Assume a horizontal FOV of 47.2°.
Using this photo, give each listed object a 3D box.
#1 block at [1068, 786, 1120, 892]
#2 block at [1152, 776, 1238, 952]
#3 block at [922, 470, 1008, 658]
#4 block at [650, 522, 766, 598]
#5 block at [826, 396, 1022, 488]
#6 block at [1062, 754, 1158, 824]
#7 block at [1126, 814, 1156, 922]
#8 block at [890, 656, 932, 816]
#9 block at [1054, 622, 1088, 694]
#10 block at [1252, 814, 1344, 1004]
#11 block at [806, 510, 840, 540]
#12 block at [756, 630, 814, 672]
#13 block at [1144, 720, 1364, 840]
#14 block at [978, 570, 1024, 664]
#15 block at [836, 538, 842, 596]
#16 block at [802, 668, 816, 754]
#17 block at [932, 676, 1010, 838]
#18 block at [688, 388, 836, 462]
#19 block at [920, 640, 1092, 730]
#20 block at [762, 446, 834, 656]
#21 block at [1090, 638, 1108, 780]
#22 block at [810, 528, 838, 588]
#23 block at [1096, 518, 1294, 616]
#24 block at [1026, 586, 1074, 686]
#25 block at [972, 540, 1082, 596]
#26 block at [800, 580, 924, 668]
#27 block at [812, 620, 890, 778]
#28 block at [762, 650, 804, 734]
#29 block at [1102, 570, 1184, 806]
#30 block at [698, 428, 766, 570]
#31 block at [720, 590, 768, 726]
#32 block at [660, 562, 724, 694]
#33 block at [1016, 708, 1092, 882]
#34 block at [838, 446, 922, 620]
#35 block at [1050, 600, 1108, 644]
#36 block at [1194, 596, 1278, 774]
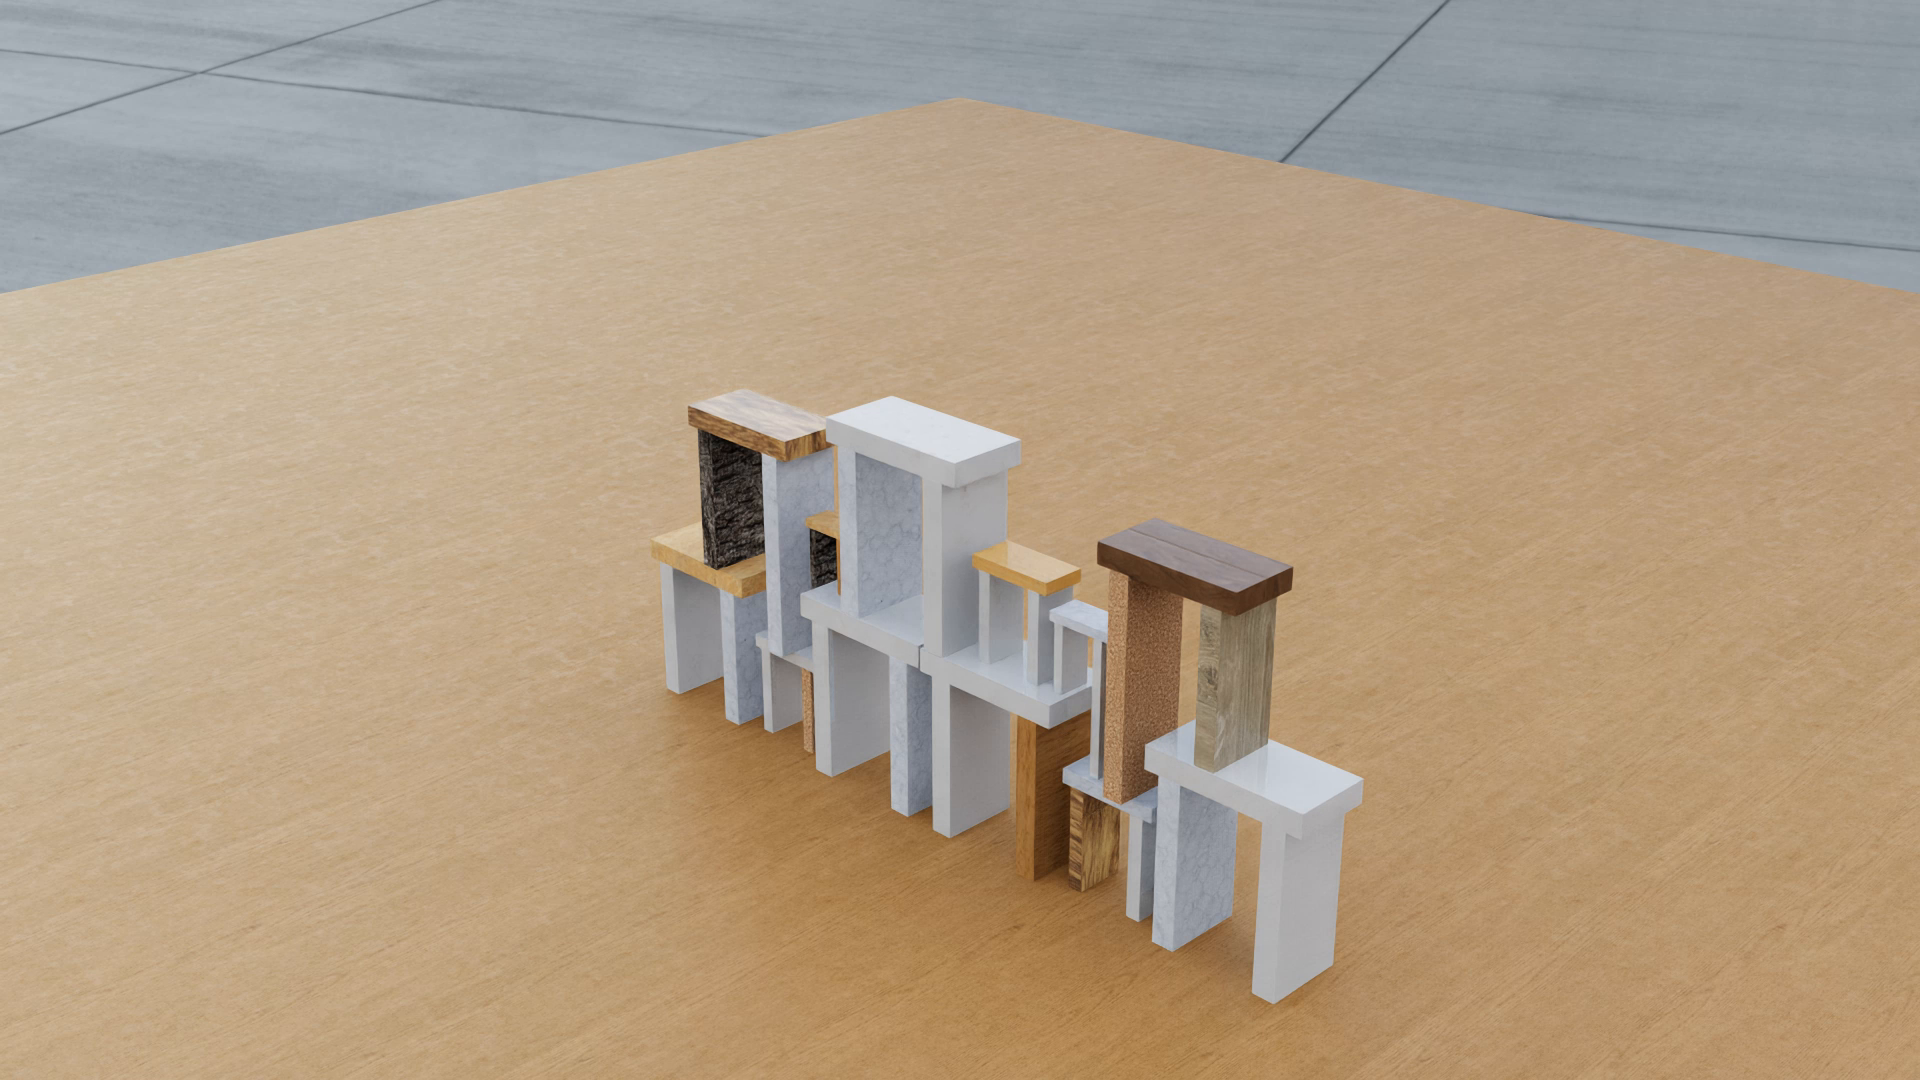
[{"bbox_3d":[0.257,0.551,4.184,0.031,0.218,0.109,21,31,41],"label":"block"},{"bbox_3d":[0.430,0.559,4.001,0.049,0.346,0.173,21,31,41],"label":"block"},{"bbox_3d":[0.011,0.030,4.230,0.178,0.360,0.050,-21,31,-41],"label":"block"},{"bbox_3d":[-0.518,0.039,4.809,0.313,0.044,0.157,21,31,41],"label":"block"},{"bbox_3d":[-0.073,-0.191,4.227,0.355,0.050,0.178,21,31,41],"label":"block"},{"bbox_3d":[0.308,0.456,4.088,0.218,0.031,0.109,21,31,41],"label":"block"},{"bbox_3d":[0.360,0.591,4.090,0.031,0.218,0.109,21,31,41],"label":"block"},{"bbox_3d":[-0.061,0.370,4.447,0.049,0.346,0.173,21,31,41],"label":"block"},{"bbox_3d":[0.206,0.210,4.084,0.071,0.142,0.020,-21,31,-41],"label":"block"},{"bbox_3d":[0.593,0.623,3.851,0.049,0.346,0.173,21,31,41],"label":"block"},{"bbox_3d":[-0.251,-0.028,4.479,0.123,0.017,0.062,21,31,41],"label":"block"},{"bbox_3d":[-0.335,0.228,4.689,0.195,0.028,0.098,21,31,41],"label":"block"},{"bbox_3d":[0.512,0.409,3.849,0.346,0.049,0.173,21,31,41],"label":"block"},{"bbox_3d":[0.079,0.134,4.201,0.095,0.190,0.027,-21,31,-41],"label":"block"},{"bbox_3d":[-0.222,0.048,4.479,0.017,0.123,0.062,21,31,41],"label":"block"},{"bbox_3d":[-0.289,0.348,4.690,0.028,0.195,0.098,21,31,41],"label":"block"},{"bbox_3d":[0.023,0.405,4.370,0.048,0.342,0.171,21,31,41],"label":"block"},{"bbox_3d":[-0.406,-0.241,4.561,0.310,0.044,0.155,21,31,41],"label":"block"},{"bbox_3d":[0.104,0.256,4.219,0.171,0.048,0.342,-21,31,-41],"label":"block"},{"bbox_3d":[-0.333,0.013,4.589,0.044,0.445,0.155,21,31,41],"label":"block"},{"bbox_3d":[0.274,0.301,4.050,0.020,0.284,0.071,21,31,41],"label":"block"},{"bbox_3d":[-0.280,0.104,4.567,0.017,0.295,0.062,21,31,41],"label":"block"},{"bbox_3d":[0.404,0.044,3.801,0.154,0.044,0.309,-21,31,-41],"label":"block"},{"bbox_3d":[0.169,0.169,4.119,0.095,0.190,0.027,-21,31,-41],"label":"block"},{"bbox_3d":[0.124,0.052,4.118,0.095,0.027,0.190,-21,31,-41],"label":"block"},{"bbox_3d":[-0.143,0.156,4.445,0.346,0.049,0.173,21,31,41],"label":"block"},{"bbox_3d":[-0.224,0.306,4.597,0.049,0.346,0.173,21,31,41],"label":"block"},{"bbox_3d":[-0.381,0.312,4.775,0.028,0.195,0.098,21,31,41],"label":"block"},{"bbox_3d":[0.331,0.245,3.966,0.044,0.455,0.154,21,31,41],"label":"block"},{"bbox_3d":[-0.479,-0.106,4.698,0.044,0.310,0.155,21,31,41],"label":"block"},{"bbox_3d":[-0.444,0.233,4.811,0.044,0.313,0.157,21,31,41],"label":"block"},{"bbox_3d":[-0.591,0.175,4.947,0.044,0.313,0.157,21,31,41],"label":"block"},{"bbox_3d":[0.185,0.467,4.221,0.048,0.342,0.171,21,31,41],"label":"block"},{"bbox_3d":[-0.157,-0.037,4.383,0.050,0.355,0.178,21,31,41],"label":"block"},{"bbox_3d":[0.240,0.148,4.022,0.142,0.020,0.071,21,31,40],"label":"block"},{"bbox_3d":[0.477,0.234,3.803,0.044,0.309,0.154,21,31,41],"label":"block"}]
